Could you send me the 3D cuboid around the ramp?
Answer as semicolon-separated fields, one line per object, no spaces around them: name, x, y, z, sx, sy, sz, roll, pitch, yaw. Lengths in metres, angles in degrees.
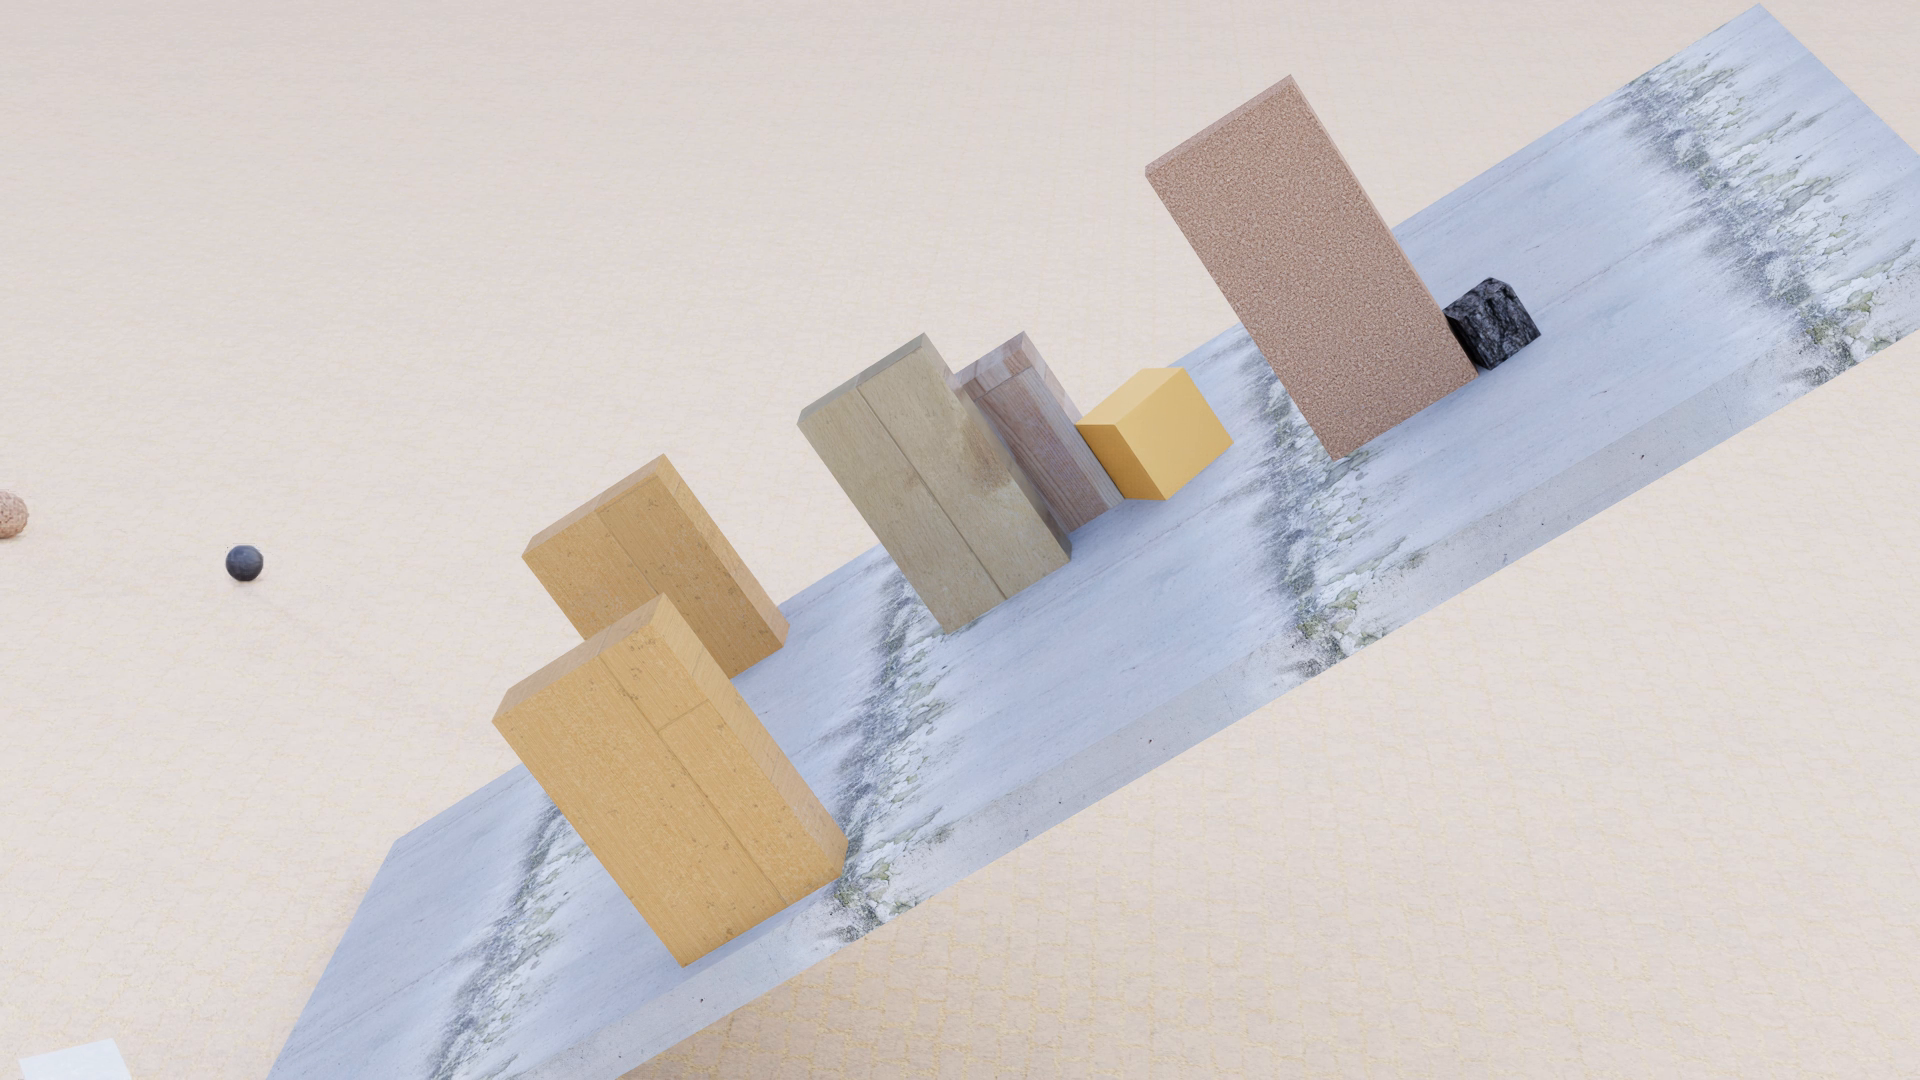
ramp;0.138;0.172;6.299;4.000;0.100;2.000;-31;16;14

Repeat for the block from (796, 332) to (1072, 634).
block;-0.051;-0.117;6.291;0.319;0.571;0.102;-31;16;14

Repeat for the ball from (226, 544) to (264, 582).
ball;-2.351;0.076;9.661;0.123;0.123;0.123;0;21;0

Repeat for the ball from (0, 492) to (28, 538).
ball;-3.262;-0.085;10.035;0.159;0.159;0.159;0;21;0

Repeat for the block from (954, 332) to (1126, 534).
block;0.090;-0.175;6.474;0.387;0.410;0.137;-31;16;14

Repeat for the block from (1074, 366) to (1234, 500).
block;0.417;-0.229;6.333;0.202;0.202;0.202;-40;16;-16

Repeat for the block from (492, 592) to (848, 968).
block;-0.539;0.455;5.532;0.368;0.608;0.149;-31;16;14

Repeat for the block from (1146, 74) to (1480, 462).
block;0.685;-0.522;5.712;0.330;0.689;0.082;-31;16;14

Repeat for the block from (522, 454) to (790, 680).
block;-0.731;0.124;7.097;0.398;0.529;0.136;-31;16;14

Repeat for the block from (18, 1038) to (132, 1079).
block;-1.926;1.249;6.436;0.205;0.205;0.205;-10;23;-25

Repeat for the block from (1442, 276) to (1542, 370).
block;1.037;-0.424;5.752;0.121;0.121;0.121;-35;15;0
